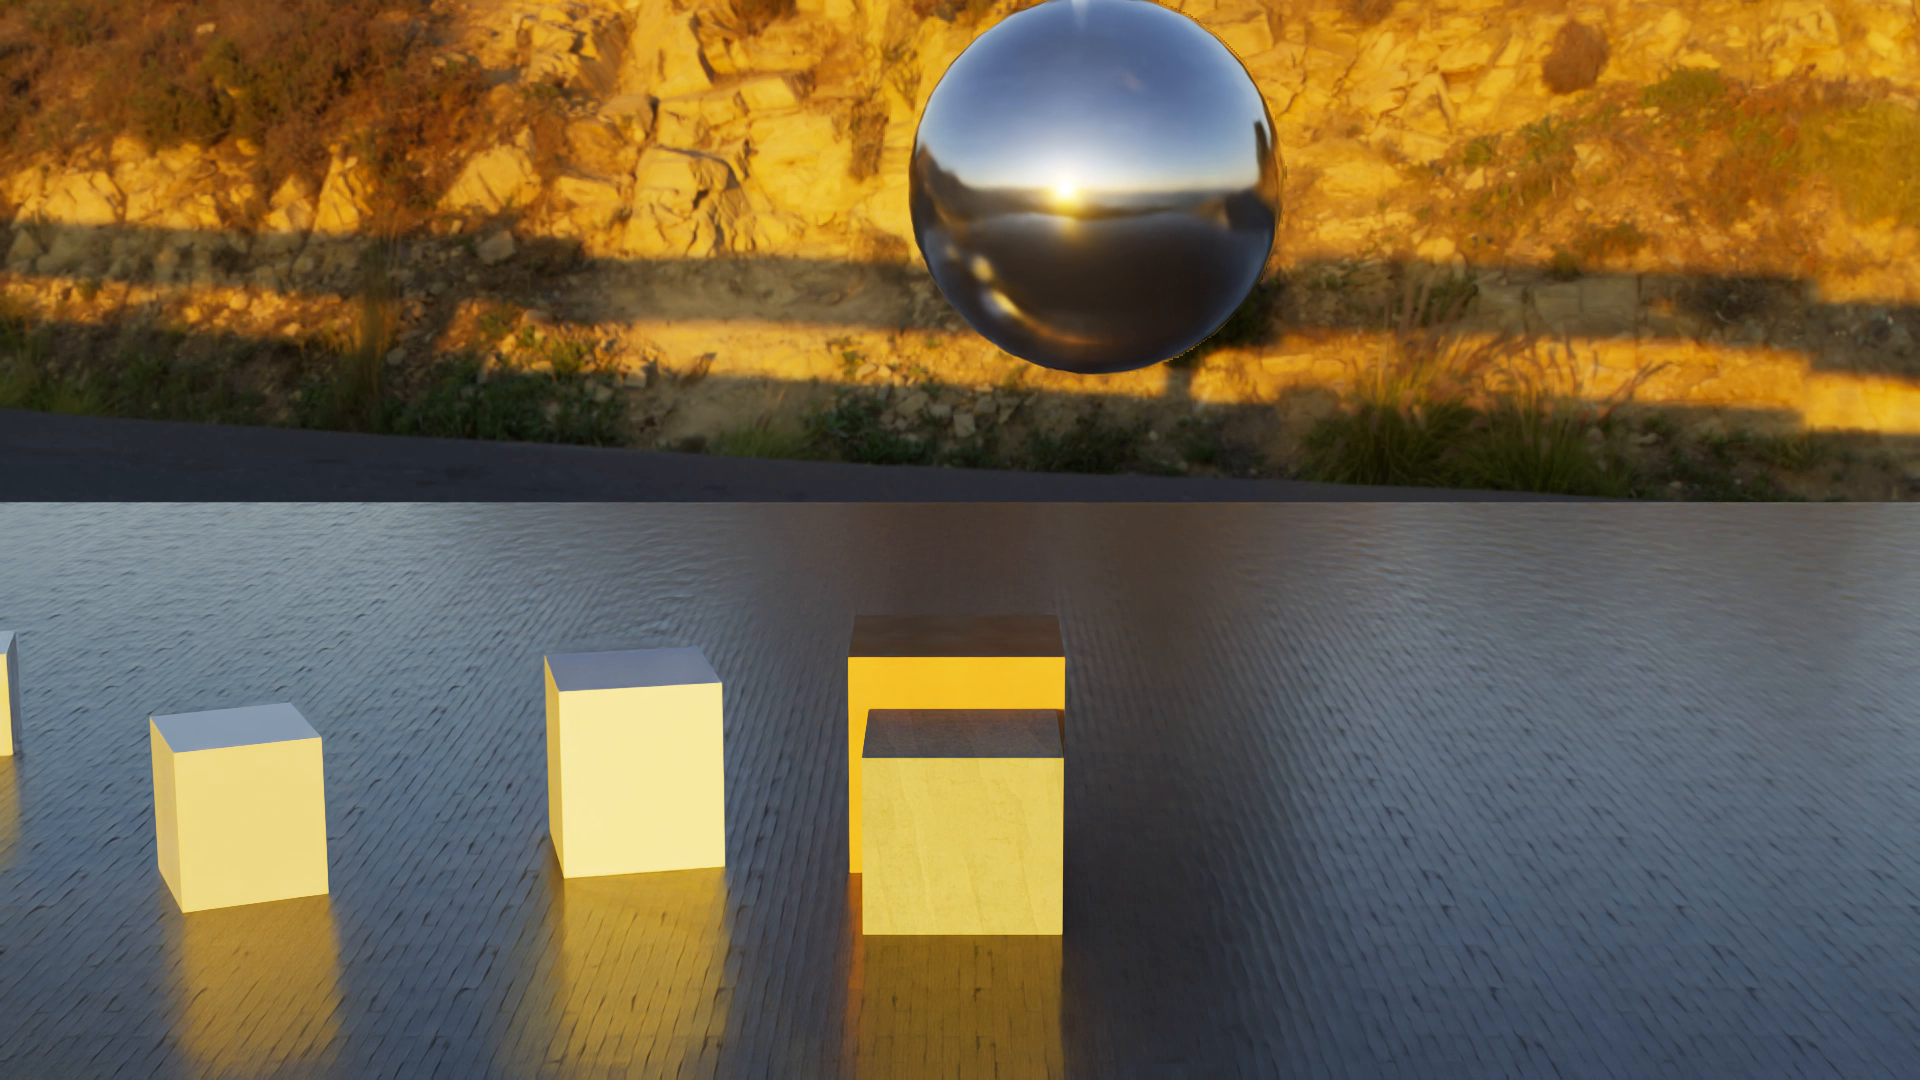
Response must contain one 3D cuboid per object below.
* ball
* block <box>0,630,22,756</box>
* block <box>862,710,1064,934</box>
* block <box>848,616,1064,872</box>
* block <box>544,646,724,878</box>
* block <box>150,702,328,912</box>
[{"bbox_3d":[0.575,-1.505,10.907,1.600,1.600,1.600,0,10,0],"label":"ball"},{"bbox_3d":[-5.266,0.816,13.573,0.493,0.538,0.606,-3,11,-15],"label":"block"},{"bbox_3d":[0.010,1.187,10.937,0.824,0.752,0.819,0,10,0],"label":"block"},{"bbox_3d":[-0.016,0.918,11.775,0.950,0.981,0.893,0,10,0],"label":"block"},{"bbox_3d":[-1.492,0.998,11.711,0.716,0.845,0.753,-3,11,-14],"label":"block"},{"bbox_3d":[-3.164,1.158,11.247,0.614,0.698,0.686,-5,11,-25],"label":"block"}]
